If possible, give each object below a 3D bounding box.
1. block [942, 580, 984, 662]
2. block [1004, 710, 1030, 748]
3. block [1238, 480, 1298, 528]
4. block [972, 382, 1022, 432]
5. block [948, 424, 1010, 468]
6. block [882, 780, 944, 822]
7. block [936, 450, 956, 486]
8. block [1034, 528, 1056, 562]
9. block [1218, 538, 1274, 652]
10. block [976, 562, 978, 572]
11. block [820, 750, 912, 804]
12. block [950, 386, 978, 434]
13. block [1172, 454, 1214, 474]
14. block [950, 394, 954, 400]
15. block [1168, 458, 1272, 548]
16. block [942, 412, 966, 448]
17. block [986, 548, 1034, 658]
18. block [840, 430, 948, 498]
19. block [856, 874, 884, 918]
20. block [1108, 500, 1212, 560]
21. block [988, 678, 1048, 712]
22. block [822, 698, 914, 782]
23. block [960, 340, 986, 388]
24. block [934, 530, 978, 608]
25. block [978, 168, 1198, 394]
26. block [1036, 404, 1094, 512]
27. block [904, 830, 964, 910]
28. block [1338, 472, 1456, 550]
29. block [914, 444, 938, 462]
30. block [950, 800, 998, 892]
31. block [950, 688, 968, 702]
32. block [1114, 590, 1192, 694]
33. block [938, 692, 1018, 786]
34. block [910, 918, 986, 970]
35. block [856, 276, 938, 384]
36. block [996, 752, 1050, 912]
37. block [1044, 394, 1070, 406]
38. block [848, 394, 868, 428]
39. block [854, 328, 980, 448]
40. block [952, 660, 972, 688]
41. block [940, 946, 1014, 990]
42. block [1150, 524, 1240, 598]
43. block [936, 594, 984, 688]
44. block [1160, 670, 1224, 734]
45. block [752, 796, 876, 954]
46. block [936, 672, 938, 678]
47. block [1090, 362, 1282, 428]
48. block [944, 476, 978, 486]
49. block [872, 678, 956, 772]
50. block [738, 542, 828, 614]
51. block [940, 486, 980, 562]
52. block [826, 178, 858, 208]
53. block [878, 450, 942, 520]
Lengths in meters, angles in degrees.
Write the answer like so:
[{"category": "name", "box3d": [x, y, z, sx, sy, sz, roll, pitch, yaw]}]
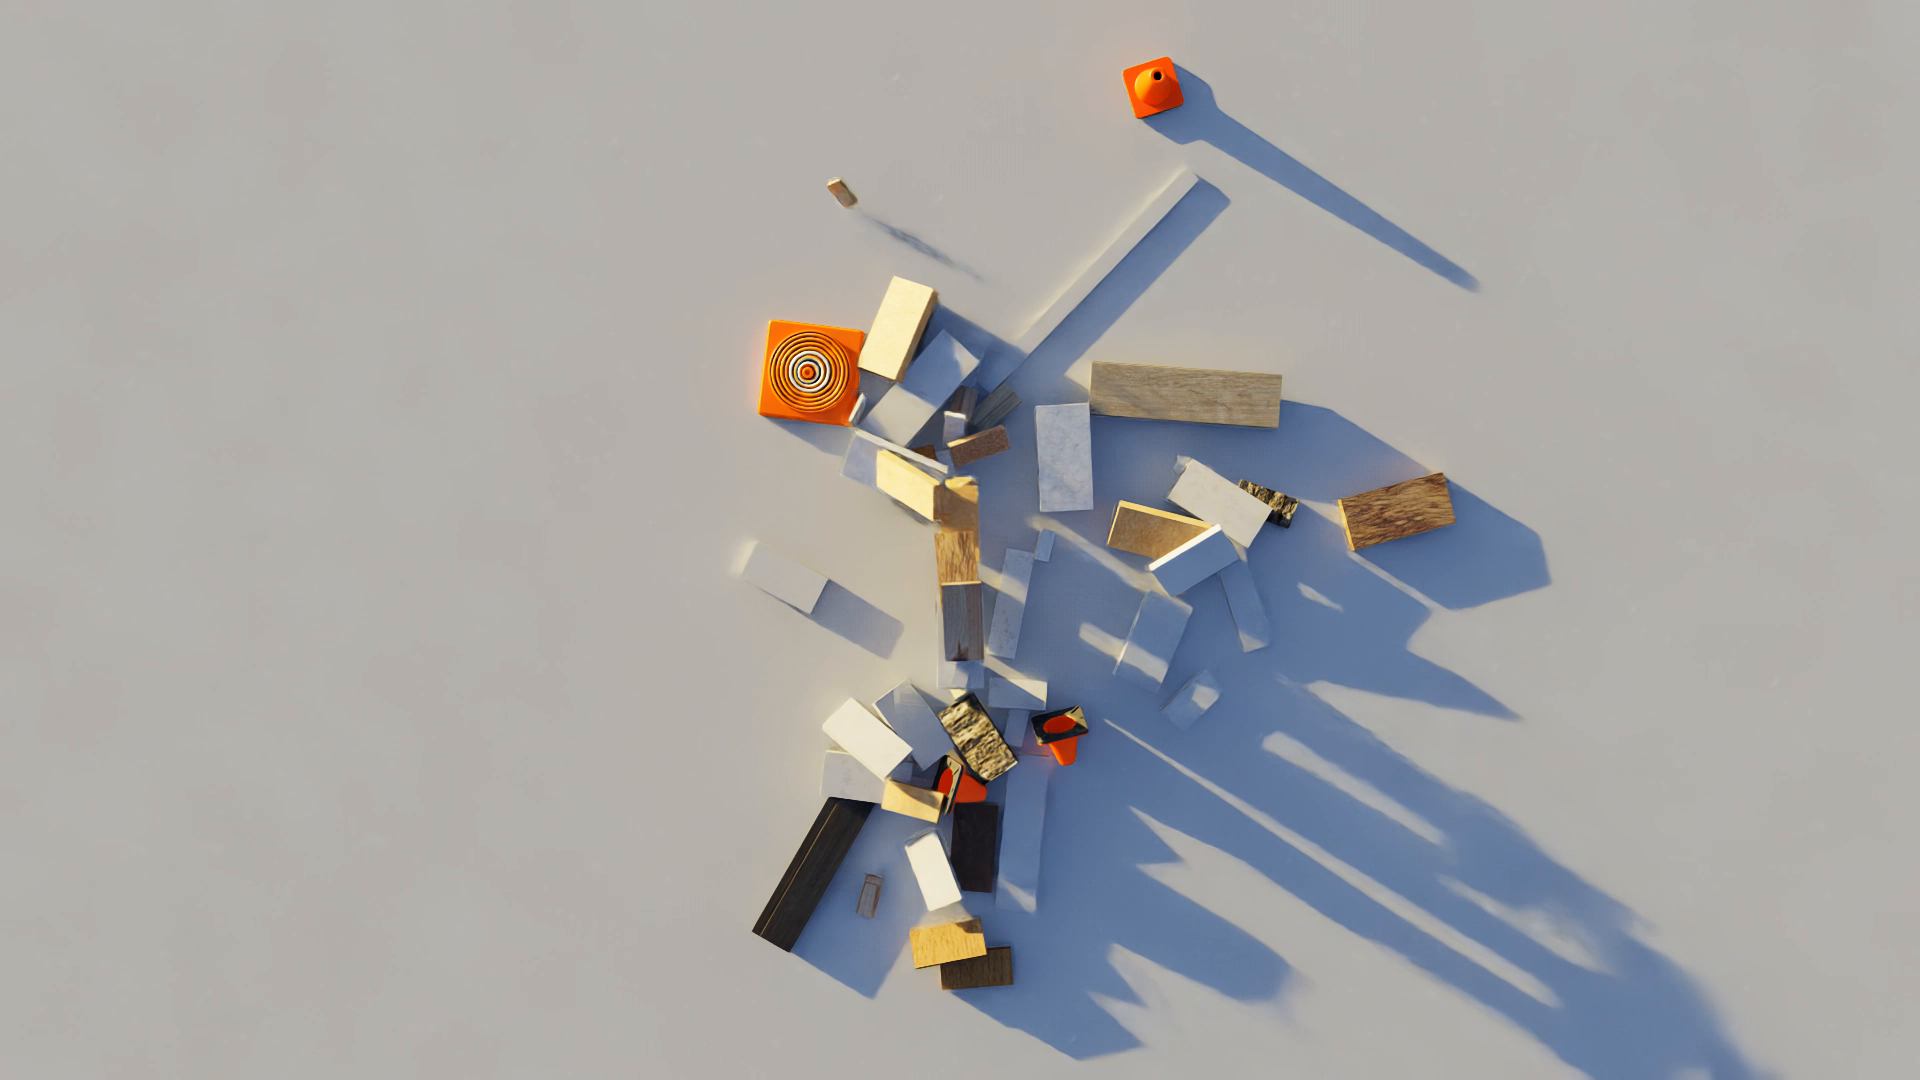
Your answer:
[{"category": "block", "box3d": [0.009, 0.252, 5.110, 0.122, 0.035, 0.245, -3, 102, -2]}, {"category": "block", "box3d": [0.187, 0.618, 5.491, 0.066, 0.019, 0.132, 14, 90, 0]}, {"category": "block", "box3d": [1.013, -0.120, 5.486, 0.202, 0.029, 0.101, 20, 90, 0]}, {"category": "block", "box3d": [0.113, -0.436, 5.488, 0.174, 0.025, 0.087, -42, 90, 0]}, {"category": "block", "box3d": [0.064, -0.312, 5.463, 0.192, 0.025, 0.087, -19, 129, 0]}, {"category": "block", "box3d": [-0.153, 0.852, 5.386, 0.191, 0.027, 0.095, 13, 90, 11]}, {"category": "block", "box3d": [-0.050, -0.230, 5.491, 0.066, 0.019, 0.132, -13, 90, 0]}, {"category": "block", "box3d": [0.282, 0.017, 5.480, 0.052, 0.015, 0.103, 14, 90, -33]}, {"category": "block", "box3d": [0.930, 0.160, 5.486, 0.101, 0.029, 0.415, -18, 90, 0]}, {"category": "block", "box3d": [-0.003, 0.112, 5.379, 0.121, 0.241, 0.034, 0, 75, 0]}, {"category": "block", "box3d": [-0.309, 0.786, 5.438, 0.290, 0.041, 0.145, 8, 90, 0]}, {"category": "block", "box3d": [0.008, -0.432, 5.466, 0.074, 0.021, 0.149, 13, 90, 4]}, {"category": "block", "box3d": [0.775, -0.237, 5.491, 0.122, 0.017, 0.061, 21, 90, 0]}, {"category": "block", "box3d": [0.007, -0.538, 5.489, 0.074, 0.021, 0.148, 4, 90, 0]}, {"category": "block", "box3d": [0.859, -0.120, 5.452, 0.309, 0.044, 0.154, 32, 90, 3]}, {"category": "block", "box3d": [-0.020, -0.360, 5.447, 0.066, 0.019, 0.132, 12, 131, 6]}, {"category": "block", "box3d": [0.168, 0.211, 5.486, 0.095, 0.027, 0.357, 11, 90, 0]}, {"category": "block", "box3d": [-0.217, -0.228, 5.439, 0.322, 0.046, 0.161, 23, 120, 0]}, {"category": "block", "box3d": [-0.301, 1.184, 5.491, 0.066, 0.019, 0.132, 15, 90, 0]}, {"category": "block", "box3d": [0.658, -0.017, 5.444, 0.309, 0.044, 0.154, 14, 118, 0]}, {"category": "block", "box3d": [0.191, 0.514, 5.476, 0.191, 0.027, 0.095, 4, 76, 0]}, {"category": "block", "box3d": [-0.303, 0.654, 5.410, 0.275, 0.039, 0.138, 38, 62, 18]}, {"category": "block", "box3d": [0.028, -0.584, 5.468, 0.074, 0.021, 0.149, 17, 90, 0]}, {"category": "block", "box3d": [-0.009, 0.098, 5.164, 0.122, 0.035, 0.245, -5, 76, -1]}, {"category": "block", "box3d": [0.428, -0.863, 5.491, 0.061, 0.017, 0.994, 44, 90, 0]}, {"category": "block", "box3d": [0.345, -0.273, 5.454, 0.175, 0.049, 0.349, -3, 97, 0]}, {"category": "block", "box3d": [-0.086, 1.092, 5.454, 0.119, 0.034, 0.238, -23, 82, 13]}, {"category": "block", "box3d": [1.449, -0.095, 5.475, 0.349, 0.049, 0.175, -15, 90, 0]}, {"category": "block", "box3d": [-0.107, -0.246, 5.479, 0.066, 0.019, 0.132, -13, 90, 22]}, {"category": "block", "box3d": [0.043, 1.018, 5.479, 0.145, 0.041, 0.290, 5, 90, 0]}, {"category": "block", "box3d": [-0.007, 0.490, 5.450, 0.046, 0.092, 0.013, -31, 128, 3]}, {"category": "block", "box3d": [0.641, 0.336, 5.478, 0.154, 0.044, 0.309, 23, 90, 0]}, {"category": "block", "box3d": [0.060, 0.657, 5.459, 0.138, 0.039, 0.275, -34, 83, 5]}, {"category": "block", "box3d": [-0.039, 1.338, 5.461, 0.238, 0.034, 0.119, -11, 67, 0]}, {"category": "block", "box3d": [-0.206, -0.694, 5.439, 0.161, 0.046, 0.322, 22, 89, 28]}, {"category": "block", "box3d": [0.207, 0.970, 5.481, 0.133, 0.038, 0.514, 5, 90, 0]}, {"category": "block", "box3d": [0.318, -0.393, 5.488, 0.087, 0.025, 0.174, 5, 90, 0]}, {"category": "block", "box3d": [-0.339, -0.428, 5.460, 0.015, 0.052, 0.104, 22, 73, 13]}, {"category": "block", "box3d": [-0.141, -0.475, 5.448, 0.161, 0.046, 0.447, 42, 97, 0]}, {"category": "block", "box3d": [0.006, 0.413, 5.158, 0.046, 0.013, 0.092, 14, 90, 0]}, {"category": "block", "box3d": [0.054, 1.424, 5.483, 0.239, 0.034, 0.119, -5, 90, 0]}, {"category": "block", "box3d": [0.772, 0.070, 5.423, 0.266, 0.038, 0.133, -32, 117, 13]}, {"category": "block", "box3d": [0.000, 0.319, 5.185, 0.146, 0.041, 0.293, 0, 90, 0]}, {"category": "block", "box3d": [0.774, 0.536, 5.486, 0.202, 0.029, 0.101, -43, 90, 0]}, {"category": "block", "box3d": [-0.434, 0.995, 5.479, 0.145, 0.041, 0.779, 30, 90, 0]}, {"category": "block", "box3d": [-0.002, 0.424, 5.353, 0.146, 0.293, 0.041, 3, 88, 0]}, {"category": "block", "box3d": [0.744, -0.480, 5.462, 0.625, 0.049, 0.175, 4, 90, 2]}, {"category": "block", "box3d": [0.006, -0.186, 5.341, 0.064, 0.129, 0.018, 11, 102, 22]}, {"category": "block", "box3d": [-0.153, 0.613, 5.460, 0.138, 0.039, 0.275, -36, 90, -18]}, {"category": "block", "box3d": [-0.585, 0.125, 5.481, 0.266, 0.038, 0.133, 27, 90, 0]}, {"category": "block", "box3d": [-0.001, -0.049, 5.250, 0.121, 0.034, 0.241, -1, 89, 0]}, {"category": "block", "box3d": [-0.389, -1.145, 5.448, 0.052, 0.104, 0.015, -15, 46, 32]}, {"category": "block", "box3d": [-0.165, -0.177, 5.296, 0.035, 0.303, 0.122, -19, 124, -33]}]
